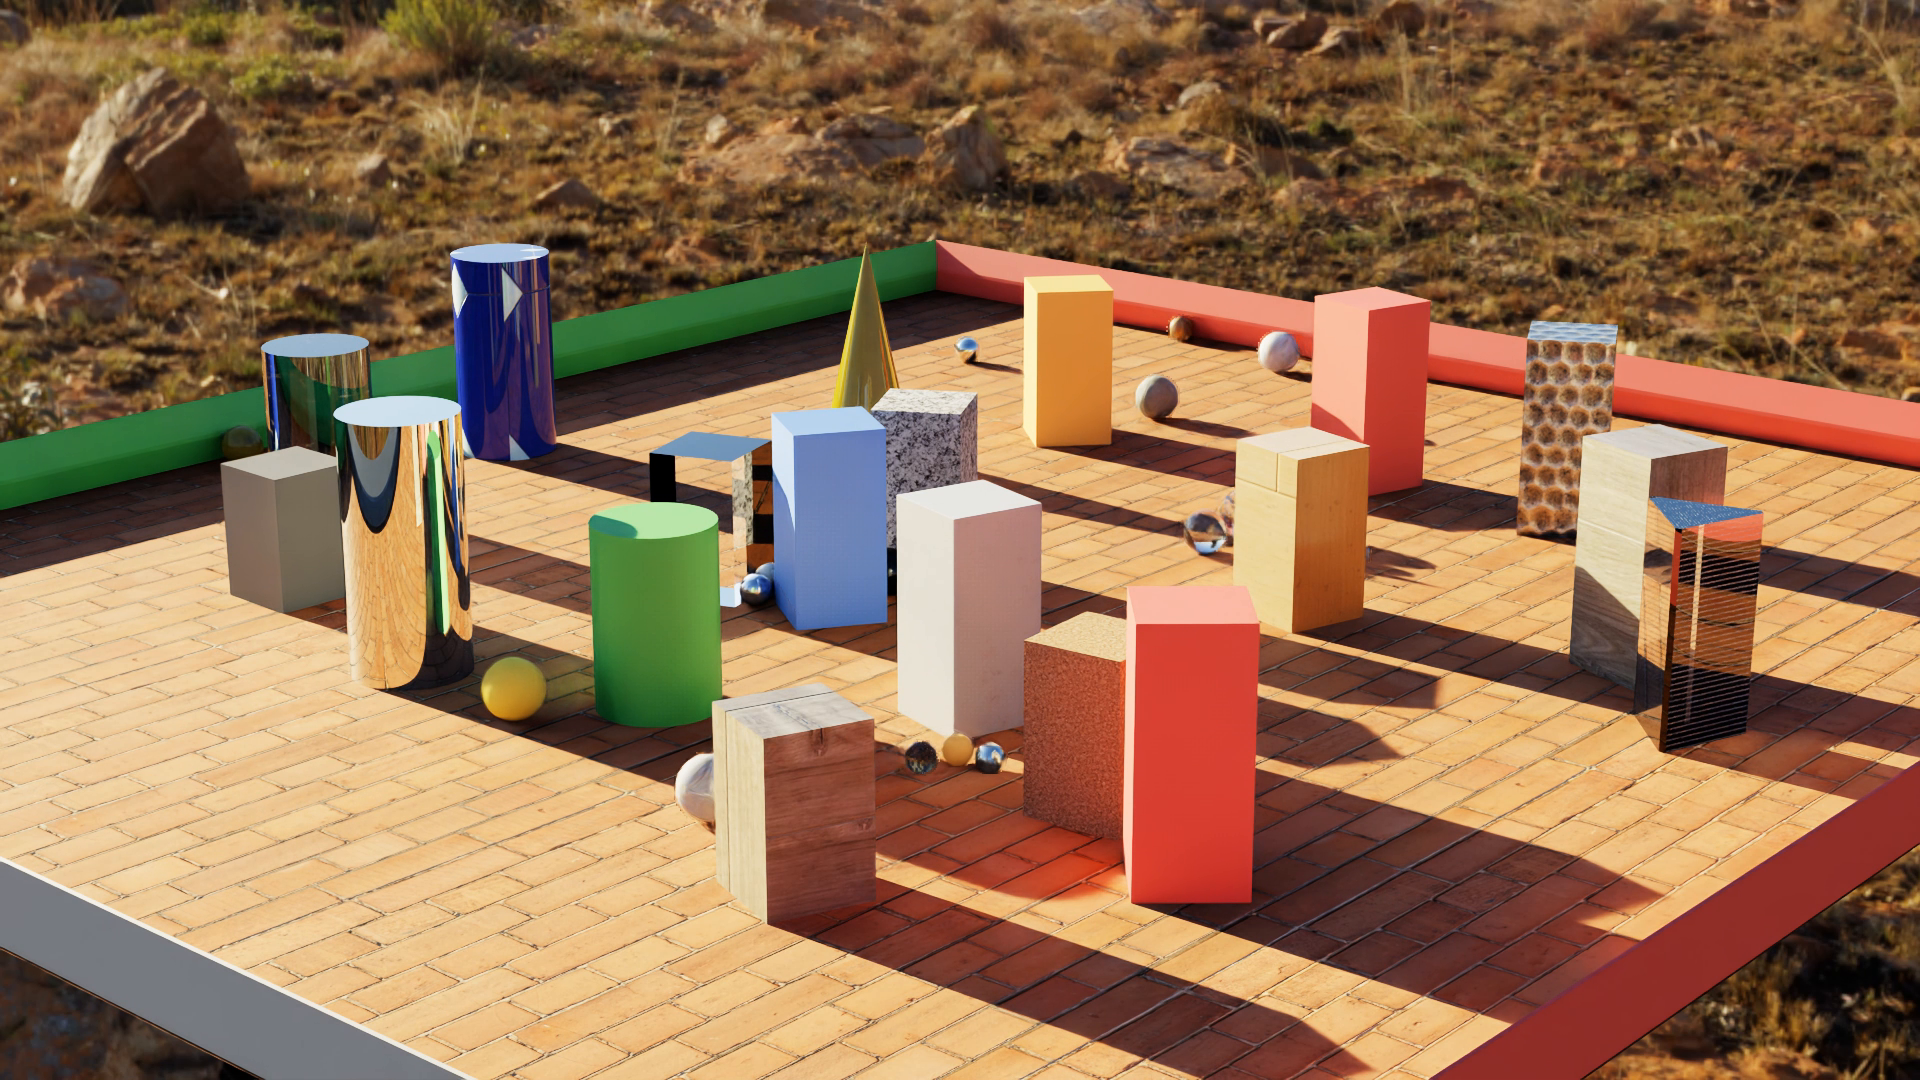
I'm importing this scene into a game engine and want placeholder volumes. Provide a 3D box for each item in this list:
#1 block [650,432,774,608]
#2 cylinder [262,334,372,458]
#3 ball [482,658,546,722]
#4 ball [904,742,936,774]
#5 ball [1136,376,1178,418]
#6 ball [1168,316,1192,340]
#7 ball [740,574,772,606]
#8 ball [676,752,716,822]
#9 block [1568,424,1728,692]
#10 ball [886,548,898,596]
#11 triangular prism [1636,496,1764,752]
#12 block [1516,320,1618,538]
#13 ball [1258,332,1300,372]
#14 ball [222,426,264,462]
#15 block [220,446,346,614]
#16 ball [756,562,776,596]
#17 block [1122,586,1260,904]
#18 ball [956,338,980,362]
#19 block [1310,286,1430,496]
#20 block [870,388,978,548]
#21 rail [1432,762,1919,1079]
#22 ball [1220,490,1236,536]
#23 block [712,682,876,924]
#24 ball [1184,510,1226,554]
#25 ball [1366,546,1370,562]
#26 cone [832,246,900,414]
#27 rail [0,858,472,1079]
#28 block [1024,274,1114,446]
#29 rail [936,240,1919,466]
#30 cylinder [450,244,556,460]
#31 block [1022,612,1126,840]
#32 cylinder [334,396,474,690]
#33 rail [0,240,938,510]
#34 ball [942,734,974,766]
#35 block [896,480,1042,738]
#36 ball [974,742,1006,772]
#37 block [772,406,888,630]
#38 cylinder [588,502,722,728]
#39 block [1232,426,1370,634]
[{"bbox_3d":[-0.432,-0.038,5.130,0.159,0.260,0.159,7,18,21],"label":"block"},{"bbox_3d":[-1.209,-0.204,5.548,0.199,0.337,0.199,0,17,0],"label":"cylinder"},{"bbox_3d":[-0.687,0.230,4.519,0.099,0.099,0.099,0,17,0],"label":"ball"},{"bbox_3d":[-0.058,0.320,4.310,0.048,0.048,0.048,0,17,0],"label":"ball"},{"bbox_3d":[0.423,-0.307,6.314,0.092,0.092,0.092,0,17,0],"label":"ball"},{"bbox_3d":[0.529,-0.508,7.040,0.057,0.057,0.057,0,17,0],"label":"ball"},{"bbox_3d":[-0.353,0.086,5.070,0.057,0.057,0.057,0,17,0],"label":"ball"},{"bbox_3d":[-0.352,0.349,4.128,0.098,0.098,0.098,0,17,0],"label":"ball"},{"bbox_3d":[1.103,0.026,4.705,0.159,0.382,0.159,-9,19,-28],"label":"block"},{"bbox_3d":[-0.125,0.055,5.125,0.085,0.085,0.085,0,17,0],"label":"ball"},{"bbox_3d":[1.088,0.120,4.449,0.172,0.350,0.149,-10,19,-29],"label":"triangular prism"},{"bbox_3d":[1.136,-0.206,5.488,0.159,0.375,0.159,4,17,13],"label":"block"},{"bbox_3d":[0.732,-0.431,6.722,0.094,0.094,0.094,0,17,0],"label":"ball"},{"bbox_3d":[-1.455,-0.192,5.950,0.082,0.082,0.082,0,17,0],"label":"ball"},{"bbox_3d":[-1.166,-0.019,5.105,0.159,0.238,0.159,15,22,40],"label":"block"},{"bbox_3d":[-0.330,0.069,5.121,0.059,0.059,0.059,0,17,0],"label":"ball"},{"bbox_3d":[0.304,0.270,3.886,0.159,0.388,0.159,0,17,-1],"label":"block"},{"bbox_3d":[0.018,-0.442,6.822,0.057,0.057,0.057,0,17,0],"label":"ball"},{"bbox_3d":[0.806,-0.293,5.780,0.159,0.373,0.159,-11,20,-32],"label":"block"},{"bbox_3d":[-0.062,-0.090,5.198,0.159,0.321,0.159,3,17,11],"label":"block"},{"bbox_3d":[1.299,0.358,4.040,0.045,0.129,3.824,14,22,39],"label":"rail"},{"bbox_3d":[0.529,-0.050,5.461,0.093,0.093,0.093,0,17,0],"label":"ball"},{"bbox_3d":[-0.219,0.344,3.866,0.159,0.256,0.159,-9,19,-27],"label":"block"},{"bbox_3d":[0.448,-0.015,5.366,0.080,0.080,0.080,0,17,0],"label":"ball"},{"bbox_3d":[0.722,0.024,5.305,0.040,0.040,0.040,0,17,0],"label":"ball"},{"bbox_3d":[-0.187,-0.377,5.918,0.199,0.454,0.199,0,17,0],"label":"cone"},{"bbox_3d":[-1.238,0.444,3.754,3.488,0.129,0.045,14,22,39],"label":"rail"},{"bbox_3d":[0.225,-0.376,6.135,0.159,0.327,0.159,-2,17,-8],"label":"block"},{"bbox_3d":[1.238,-0.379,6.485,3.488,0.129,0.045,14,22,39],"label":"rail"},{"bbox_3d":[-0.937,-0.387,6.026,0.199,0.412,0.199,0,17,0],"label":"cylinder"},{"bbox_3d":[0.200,0.260,4.136,0.159,0.263,0.159,12,20,34],"label":"block"},{"bbox_3d":[-0.888,0.004,4.691,0.199,0.433,0.199,0,17,0],"label":"cylinder"},{"bbox_3d":[-1.299,-0.293,6.200,0.045,0.129,3.824,14,22,39],"label":"rail"},{"bbox_3d":[-0.003,0.310,4.342,0.047,0.047,0.047,0,17,0],"label":"ball"},{"bbox_3d":[0.014,0.106,4.493,0.159,0.351,0.159,-11,20,-32],"label":"block"},{"bbox_3d":[0.044,0.320,4.313,0.045,0.045,0.045,0,17,0],"label":"ball"},{"bbox_3d":[-0.222,-0.038,4.992,0.159,0.340,0.159,-5,17,-16],"label":"block"},{"bbox_3d":[-0.471,0.114,4.550,0.199,0.303,0.199,0,17,0],"label":"cylinder"},{"bbox_3d":[0.579,-0.019,4.995,0.159,0.302,0.159,-11,20,-32],"label":"block"}]
